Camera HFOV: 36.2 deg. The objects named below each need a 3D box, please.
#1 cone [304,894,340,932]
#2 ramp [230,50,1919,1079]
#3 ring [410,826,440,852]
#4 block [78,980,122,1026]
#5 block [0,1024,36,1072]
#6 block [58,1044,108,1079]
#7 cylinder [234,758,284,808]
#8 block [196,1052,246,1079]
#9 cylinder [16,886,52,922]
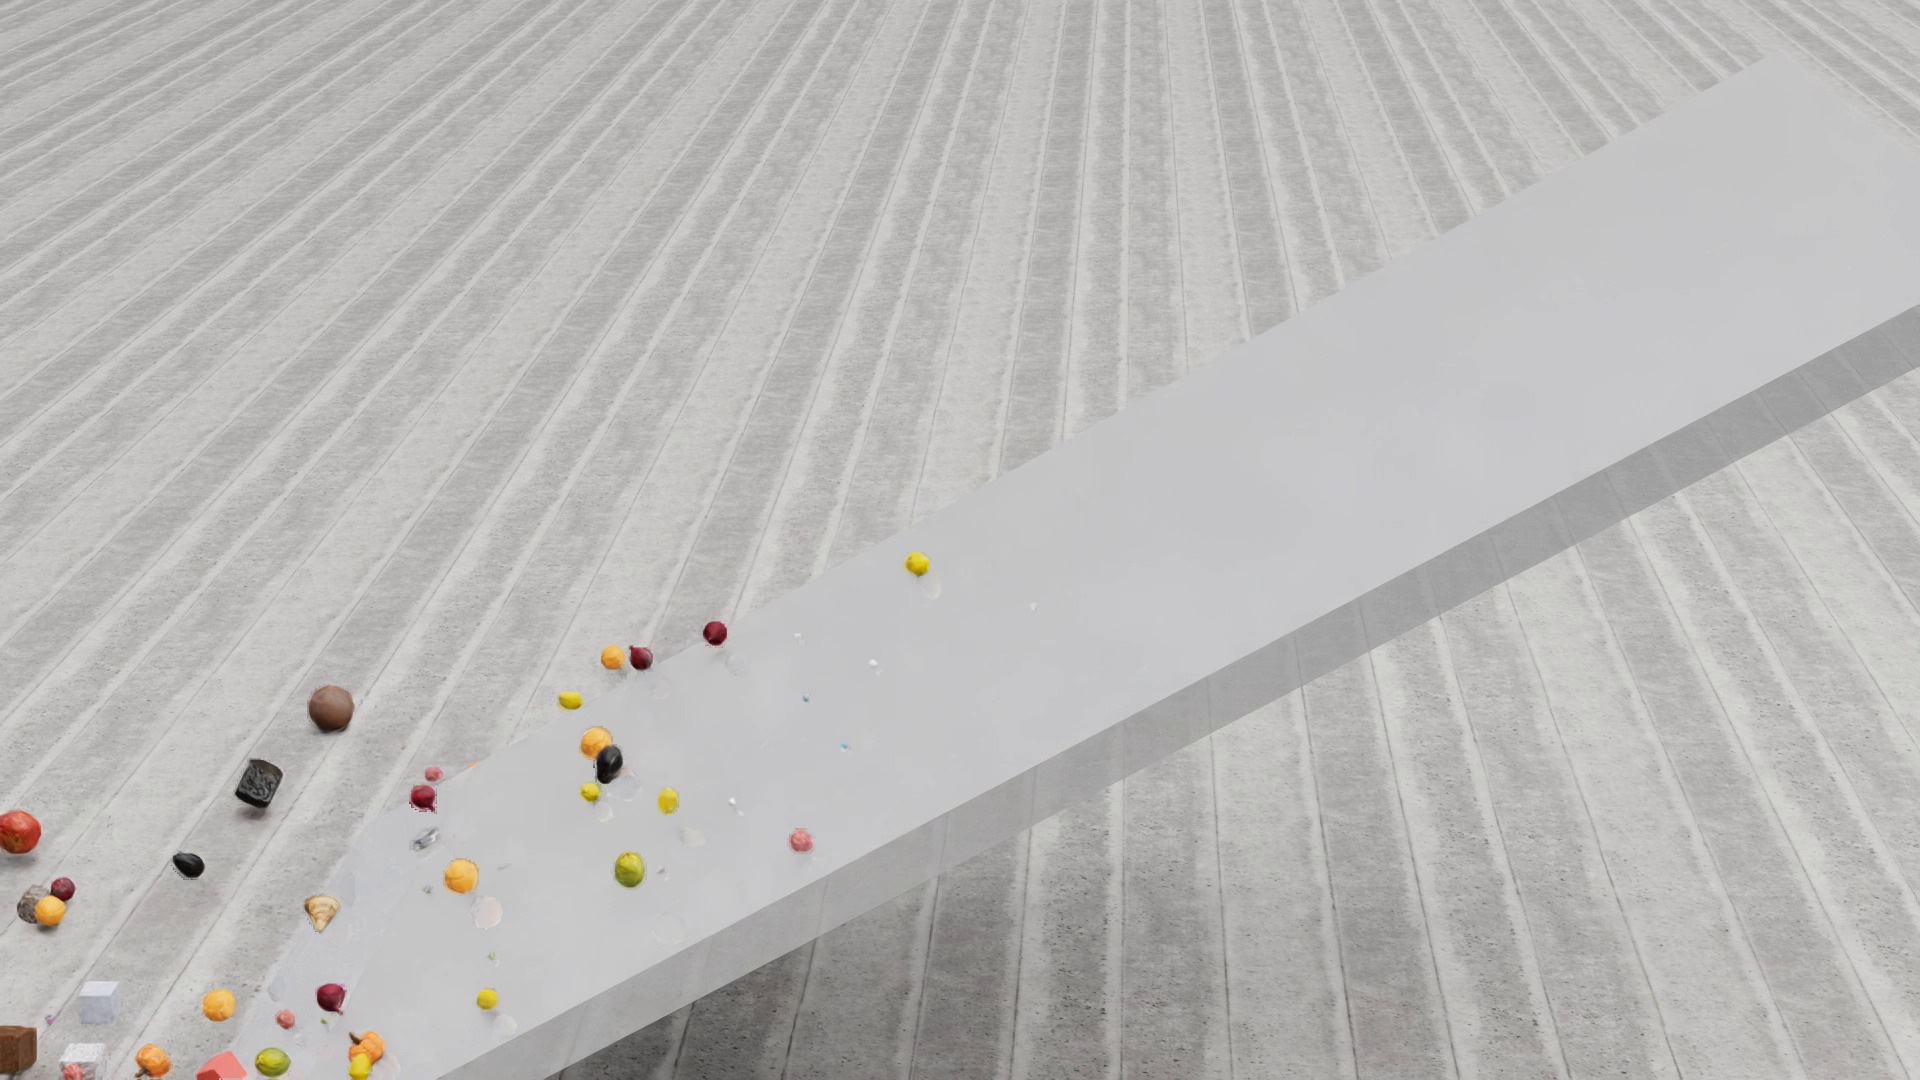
[{"bbox_3d":[-1.516,0.901,6.978,0.085,0.085,0.085,-2,45,-6],"label":"cone"},{"bbox_3d":[0.142,0.168,6.286,4.000,0.100,2.000,-29,15,12],"label":"ramp"},{"bbox_3d":[-1.296,0.725,7.132,0.080,0.027,0.080,-31,14,9],"label":"ring"},{"bbox_3d":[-1.992,1.073,6.814,0.075,0.075,0.075,-1,19,-1],"label":"block"},{"bbox_3d":[-2.126,1.139,6.588,0.080,0.080,0.080,3,6,9],"label":"block"},{"bbox_3d":[-1.942,1.172,6.517,0.080,0.080,0.080,1,19,2],"label":"block"},{"bbox_3d":[-1.880,0.653,7.893,0.097,0.097,0.097,26,8,-4],"label":"cylinder"},{"bbox_3d":[-1.575,1.139,6.267,0.062,0.062,0.062,-23,17,32],"label":"block"},{"bbox_3d":[-2.301,0.905,7.313,0.070,0.070,0.070,-1,19,-2],"label":"cylinder"}]
